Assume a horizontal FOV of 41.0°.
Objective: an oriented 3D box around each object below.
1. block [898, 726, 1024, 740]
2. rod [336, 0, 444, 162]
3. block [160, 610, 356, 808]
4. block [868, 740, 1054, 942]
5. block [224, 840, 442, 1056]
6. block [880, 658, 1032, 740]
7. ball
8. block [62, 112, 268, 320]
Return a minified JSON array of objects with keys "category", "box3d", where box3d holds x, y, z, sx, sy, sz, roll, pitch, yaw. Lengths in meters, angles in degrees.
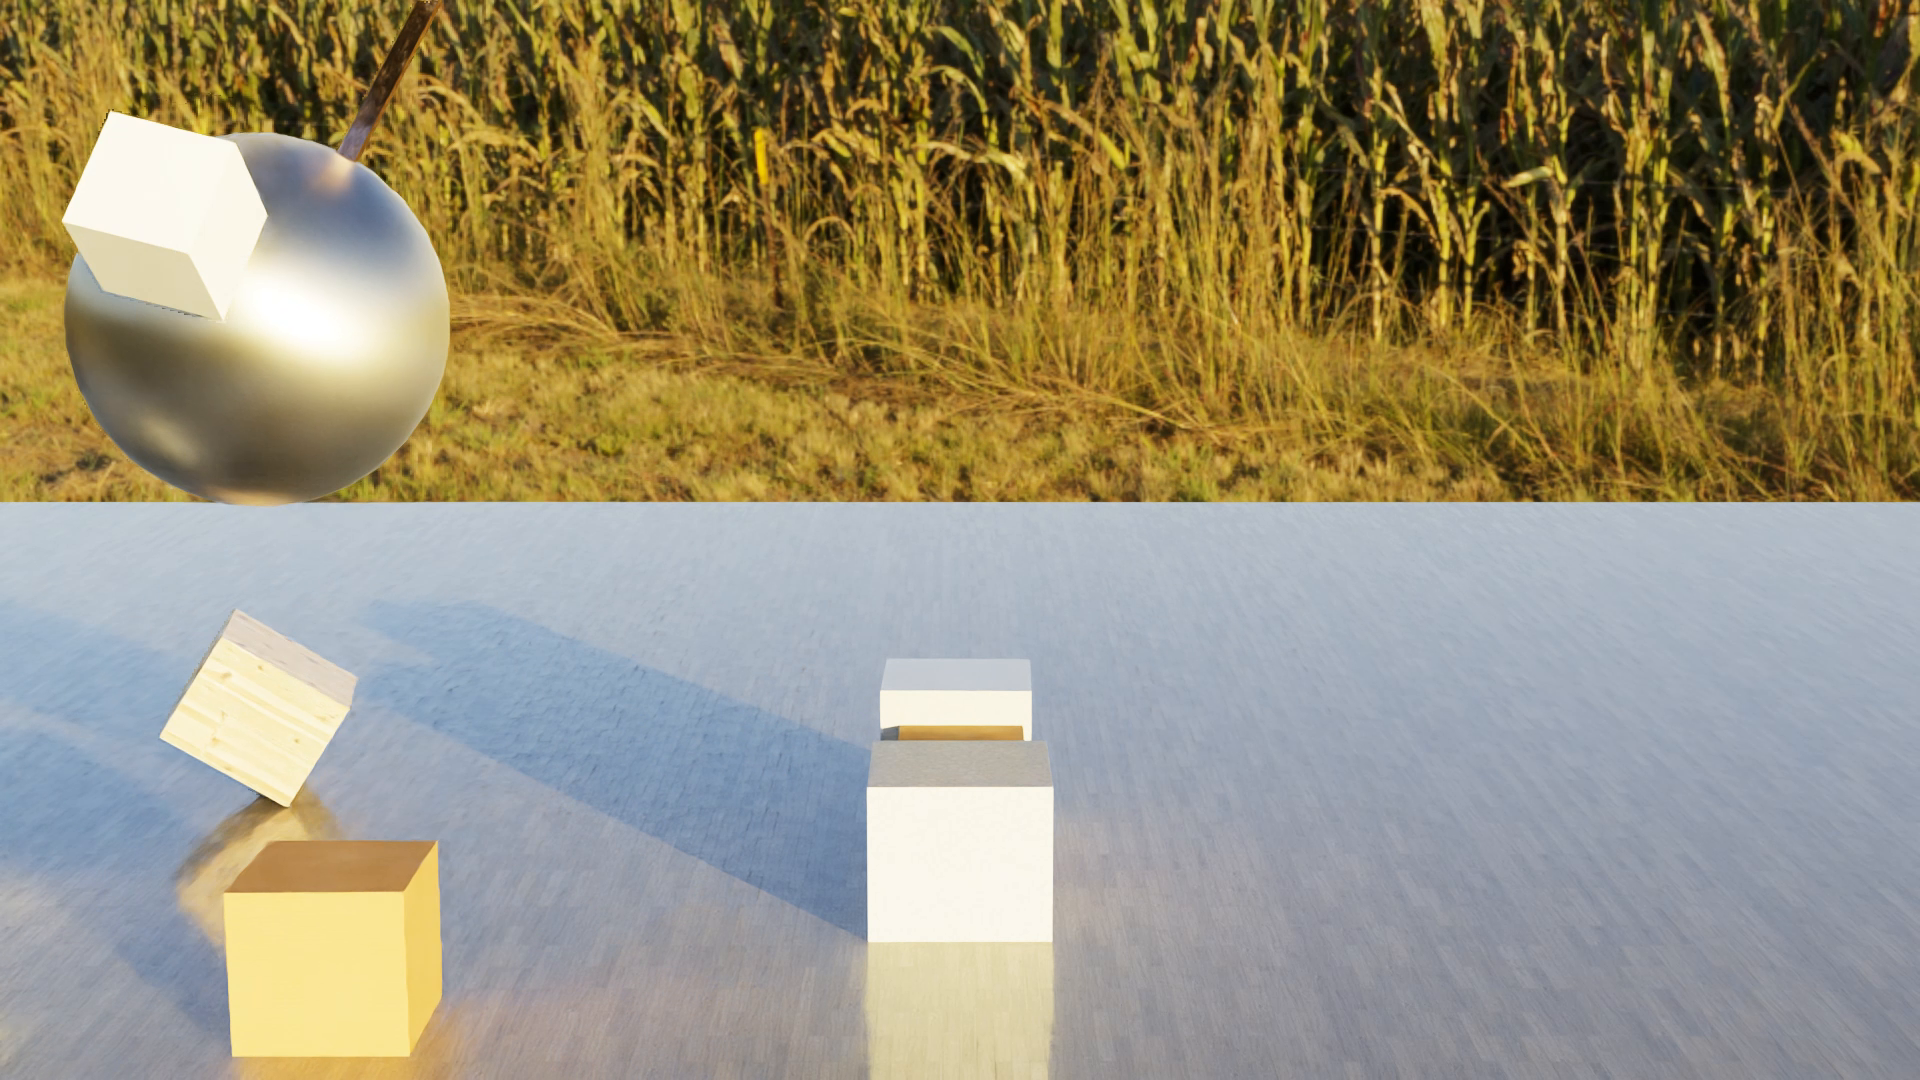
[{"category":"block","box3d":[0.006,1.176,11.443,0.557,0.591,0.499,0,10,0]},{"category":"rod","box3d":[-1.300,-3.838,10.482,0.080,5.200,0.080,30,9,-5]},{"category":"block","box3d":[-3.447,0.820,12.656,0.693,0.572,0.675,32,3,-14]},{"category":"block","box3d":[-0.001,1.258,10.817,0.754,0.655,0.743,0,10,0]},{"category":"block","box3d":[-2.316,1.509,9.544,0.642,0.616,0.627,0,10,0]},{"category":"block","box3d":[-0.014,0.994,12.001,0.684,0.750,0.647,0,10,1]},{"category":"ball","box3d":[-3.000,-0.941,11.009,1.600,1.600,1.600,0,10,0]},{"category":"block","box3d":[-3.040,-1.236,9.847,0.496,0.487,0.558,14,-21,3]}]
